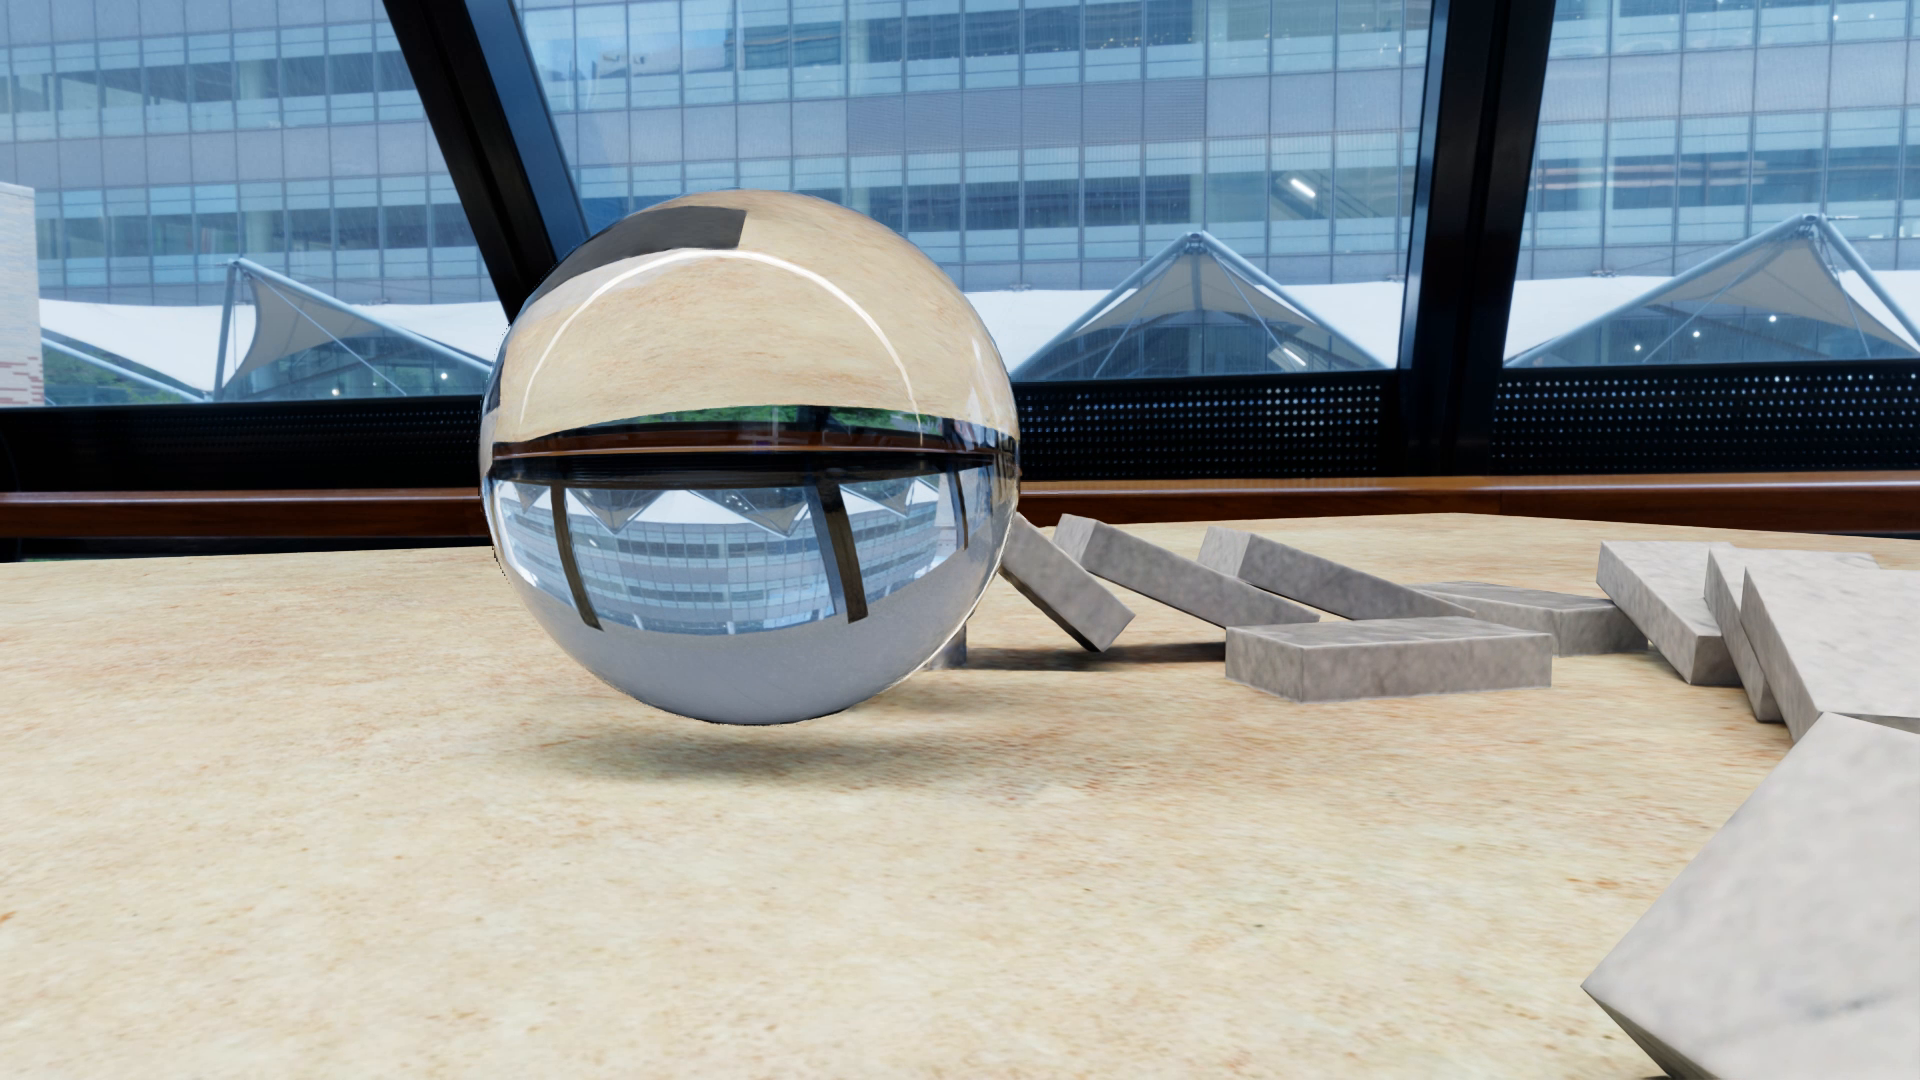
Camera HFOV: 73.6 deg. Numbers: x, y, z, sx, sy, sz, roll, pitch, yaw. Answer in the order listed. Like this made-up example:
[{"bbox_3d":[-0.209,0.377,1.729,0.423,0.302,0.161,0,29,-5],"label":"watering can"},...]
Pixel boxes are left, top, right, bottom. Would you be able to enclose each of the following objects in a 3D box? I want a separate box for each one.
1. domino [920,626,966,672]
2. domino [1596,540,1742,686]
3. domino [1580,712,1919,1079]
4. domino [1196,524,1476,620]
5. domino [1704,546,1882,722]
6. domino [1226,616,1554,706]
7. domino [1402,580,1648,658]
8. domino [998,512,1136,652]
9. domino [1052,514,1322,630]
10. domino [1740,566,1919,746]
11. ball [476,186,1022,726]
[{"bbox_3d":[-0.020,0.011,0.260,0.050,0.025,0.010,4,6,44],"label":"domino"},{"bbox_3d":[0.145,0.013,0.247,0.025,0.009,0.050,1,19,8],"label":"domino"},{"bbox_3d":[0.057,0.026,0.062,0.009,0.025,0.050,44,-3,-10],"label":"domino"},{"bbox_3d":[0.077,0.010,0.266,0.050,0.009,0.025,19,1,-9],"label":"domino"},{"bbox_3d":[0.142,0.015,0.212,0.025,0.009,0.050,3,21,20],"label":"domino"},{"bbox_3d":[0.076,0.021,0.228,0.050,0.009,0.025,-1,4,-18],"label":"domino"},{"bbox_3d":[0.121,0.017,0.283,0.025,0.009,0.050,-2,5,-23],"label":"domino"},{"bbox_3d":[0.011,0.002,0.253,0.050,0.009,0.025,41,-4,2],"label":"domino"},{"bbox_3d":[0.045,0.009,0.261,0.050,0.009,0.025,22,0,-11],"label":"domino"},{"bbox_3d":[0.128,0.018,0.179,0.025,0.009,0.050,2,21,21],"label":"domino"},{"bbox_3d":[-0.031,-0.012,0.195,0.080,0.080,0.080,0,4,0],"label":"ball"}]
